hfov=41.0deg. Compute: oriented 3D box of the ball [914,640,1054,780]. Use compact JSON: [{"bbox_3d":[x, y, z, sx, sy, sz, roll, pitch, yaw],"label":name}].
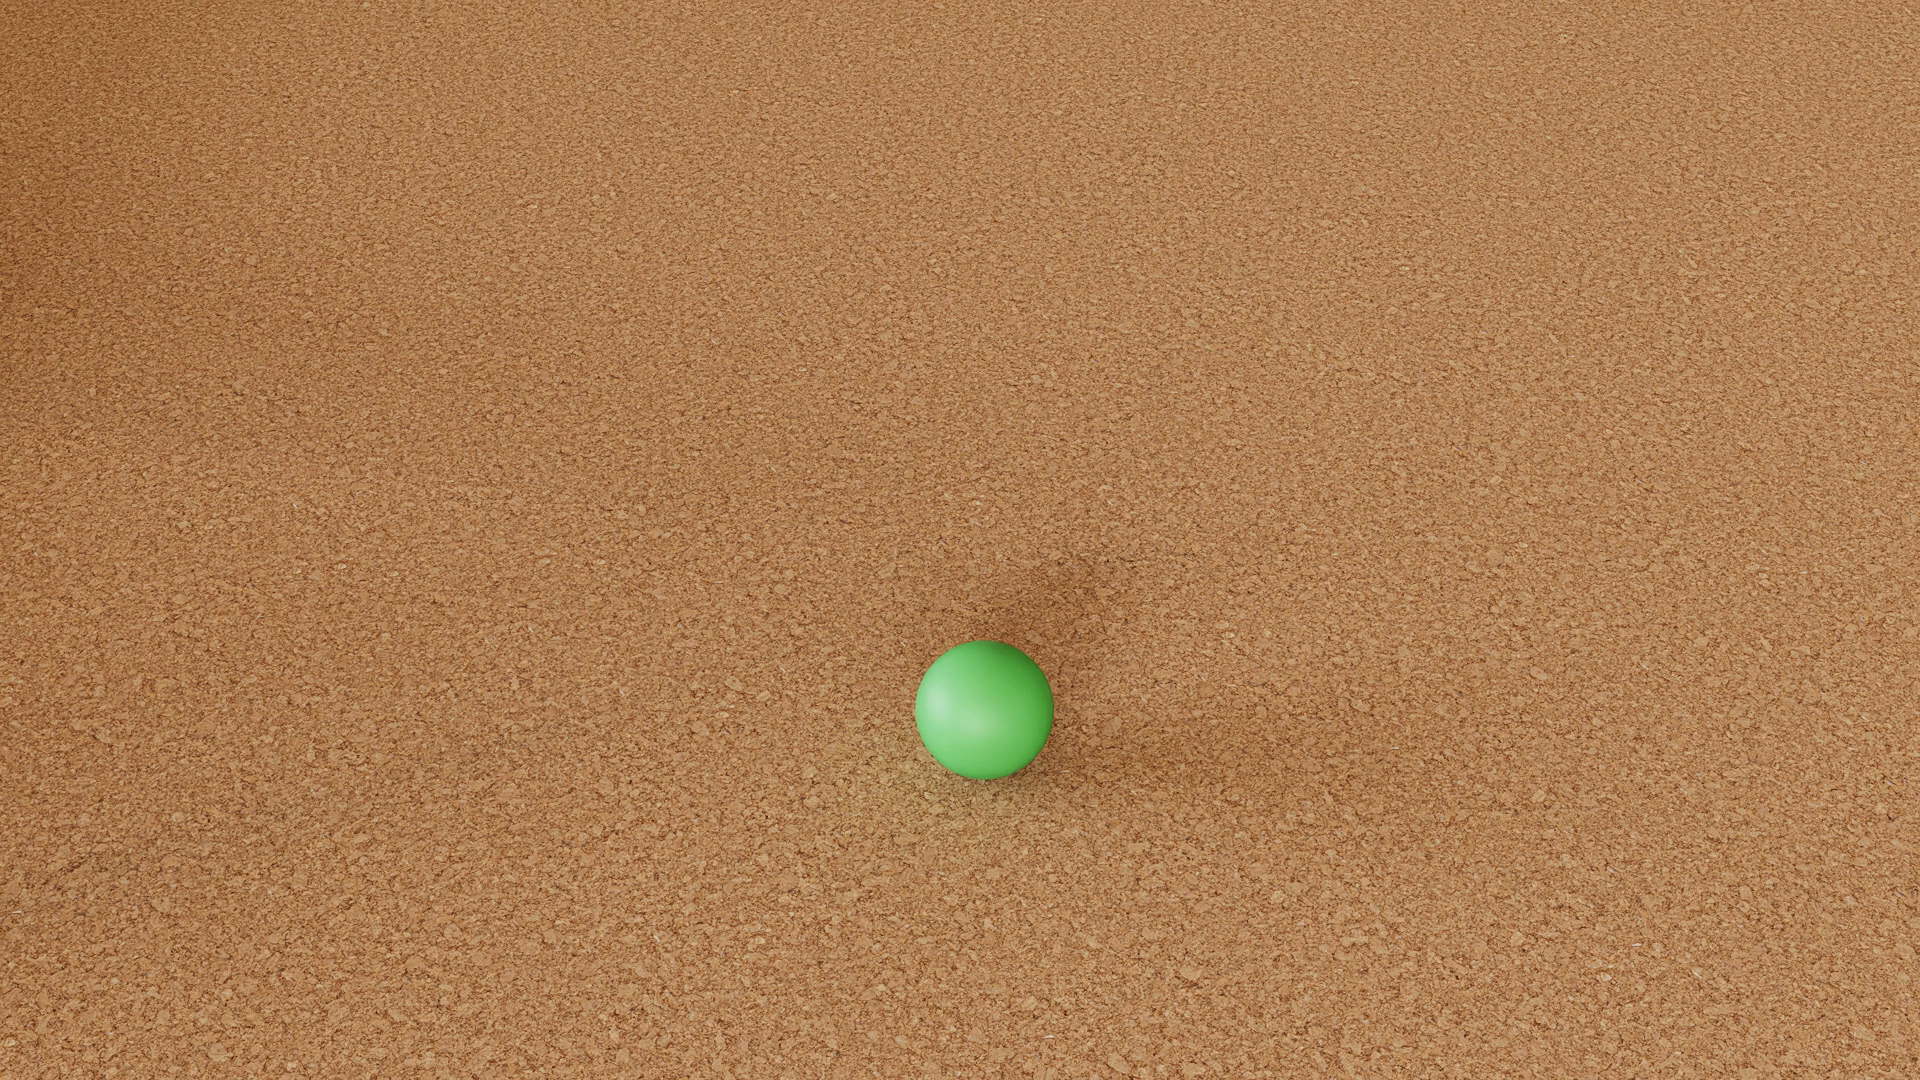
[{"bbox_3d":[0.013,0.091,1.373,0.074,0.074,0.074,0,37,0],"label":"ball"}]
